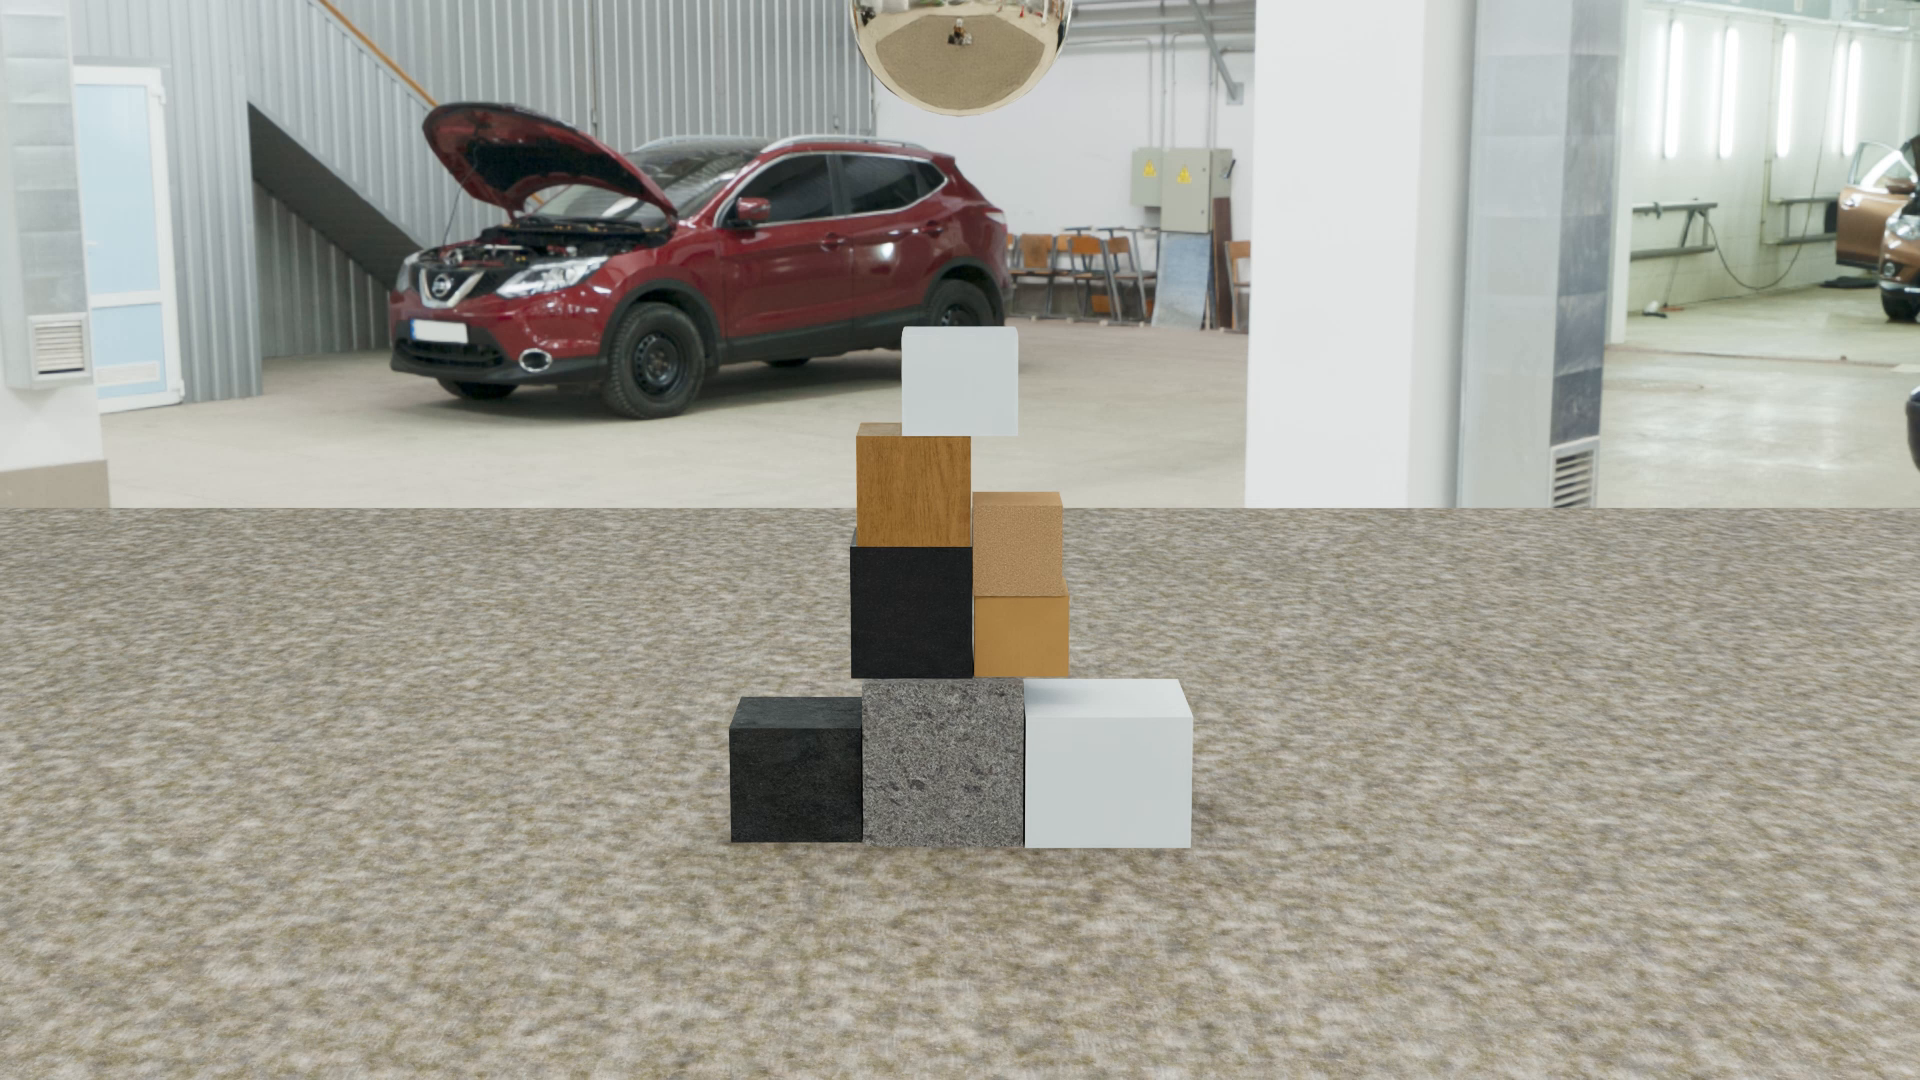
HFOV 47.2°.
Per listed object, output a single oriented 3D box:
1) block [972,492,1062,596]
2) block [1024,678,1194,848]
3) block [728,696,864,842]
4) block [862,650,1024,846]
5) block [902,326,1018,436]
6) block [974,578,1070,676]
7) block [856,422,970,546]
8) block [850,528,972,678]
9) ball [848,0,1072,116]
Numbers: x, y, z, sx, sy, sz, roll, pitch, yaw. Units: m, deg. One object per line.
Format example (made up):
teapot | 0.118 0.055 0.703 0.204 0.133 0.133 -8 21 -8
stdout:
block | 0.287 0.015 11.166 0.447 0.459 0.440 0 10 0
block | 0.743 1.144 11.380 0.832 0.678 0.790 0 10 0
block | -0.828 1.181 11.400 0.663 0.597 0.637 0 10 0
block | -0.085 1.064 11.362 0.804 0.842 0.742 0 10 0
block | 0.000 -0.802 11.031 0.570 0.493 0.545 0 10 0
block | 0.310 0.442 11.268 0.474 0.416 0.472 0 10 0
block | -0.228 -0.286 11.122 0.564 0.554 0.529 0 10 0
block | -0.242 0.314 11.248 0.609 0.674 0.552 0 10 0
ball | 0.000 -3.841 15.721 1.600 1.600 1.600 0 10 0
